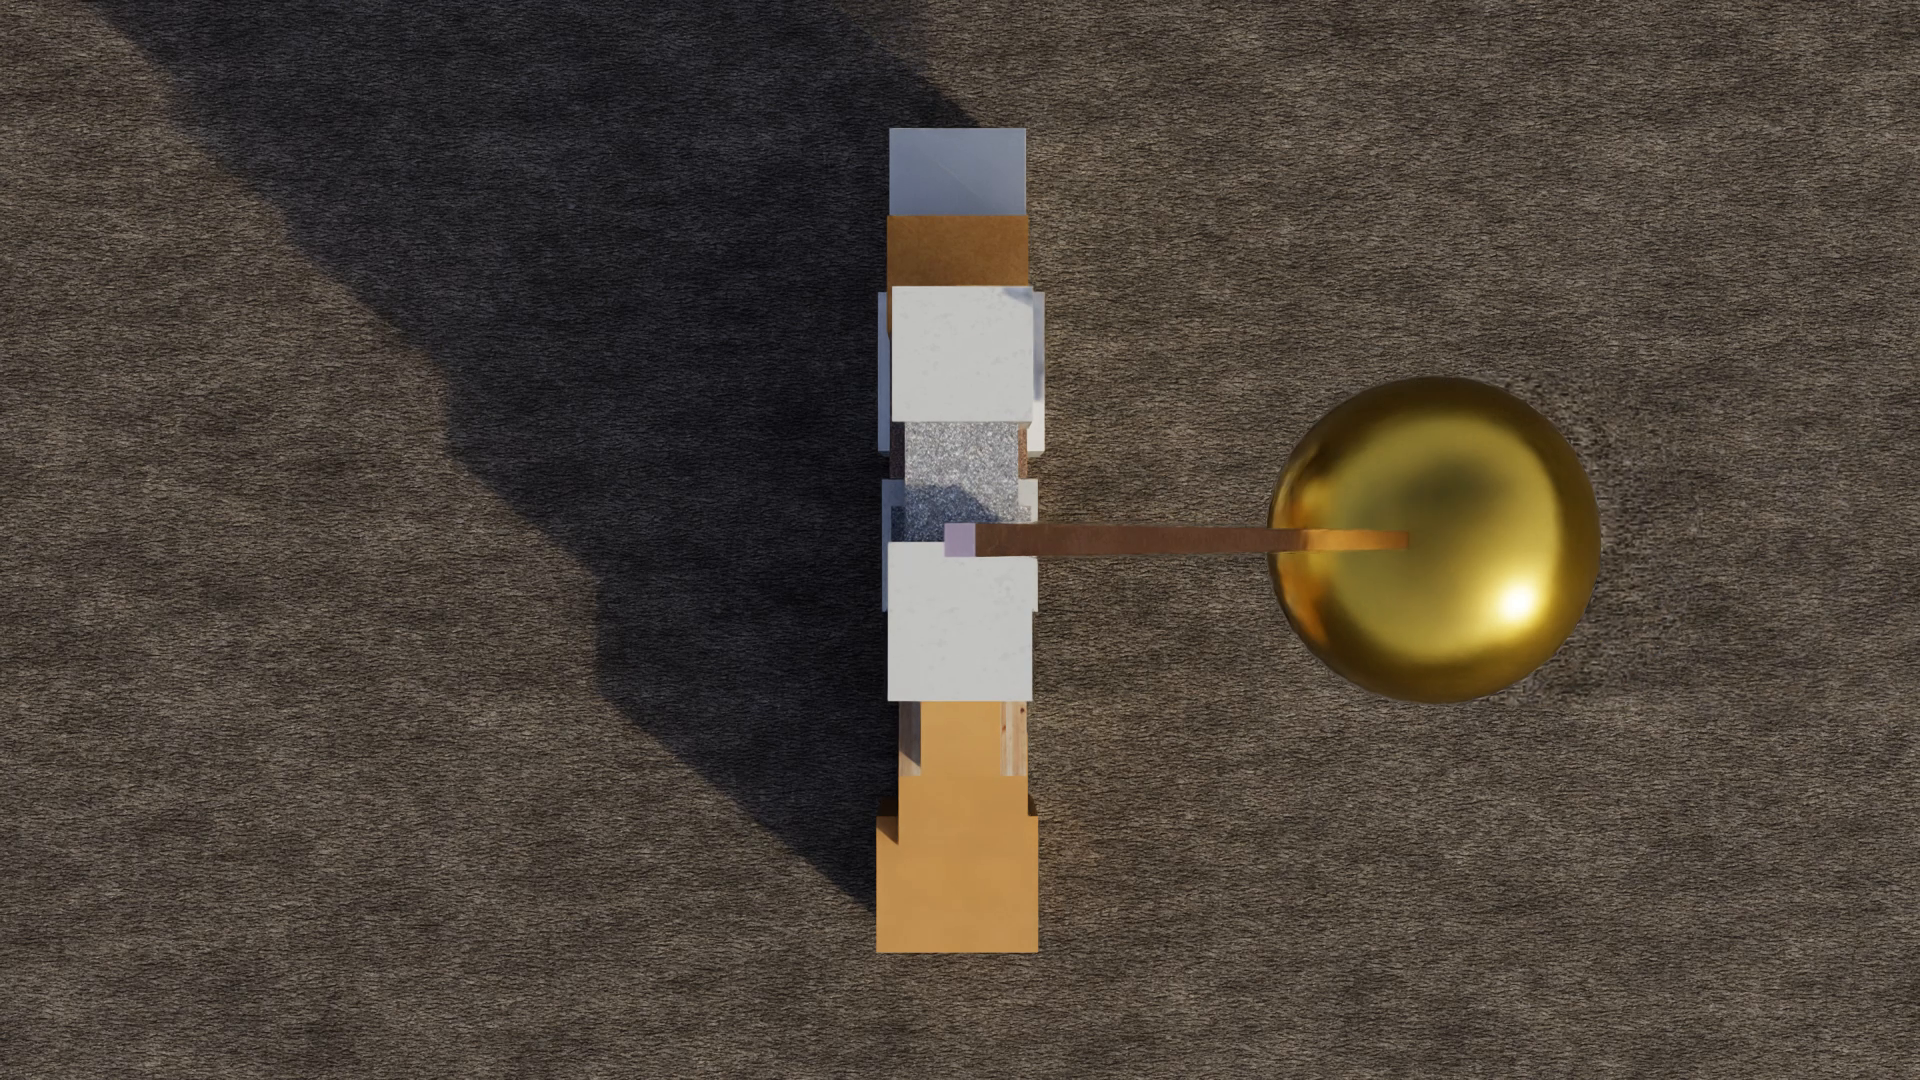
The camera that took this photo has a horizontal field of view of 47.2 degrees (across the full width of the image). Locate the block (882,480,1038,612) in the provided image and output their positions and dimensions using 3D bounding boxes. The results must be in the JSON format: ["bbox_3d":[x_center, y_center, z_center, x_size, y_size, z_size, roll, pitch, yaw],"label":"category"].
[{"bbox_3d":[-0.001,0.031,11.859,0.810,0.832,0.689,0,89,0],"label":"block"}]

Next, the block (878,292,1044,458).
[{"bbox_3d":[0.007,-0.929,12.561,0.917,0.879,0.876,0,90,0],"label":"block"}]

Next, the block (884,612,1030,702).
[{"bbox_3d":[-0.017,0.535,12.637,0.821,0.726,0.748,0,90,0],"label":"block"}]

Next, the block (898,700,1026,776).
[{"bbox_3d":[0.014,0.865,11.265,0.638,0.529,0.638,0,89,0],"label":"block"}]

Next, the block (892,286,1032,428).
[{"bbox_3d":[0.012,-0.854,10.428,0.646,0.671,0.619,0,90,0],"label":"block"}]

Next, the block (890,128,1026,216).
[{"bbox_3d":[-0.012,-1.820,12.546,0.751,0.909,0.887,0,90,0],"label":"block"}]

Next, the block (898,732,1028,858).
[{"bbox_3d":[0.017,1.350,11.797,0.676,0.563,0.653,0,87,0],"label":"block"}]

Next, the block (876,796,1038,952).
[{"bbox_3d":[-0.014,1.890,12.535,0.887,0.930,0.747,0,90,0],"label":"block"}]

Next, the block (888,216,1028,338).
[{"bbox_3d":[-0.012,-1.385,11.773,0.736,0.637,0.613,0,90,0],"label":"block"}]

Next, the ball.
[{"bbox_3d":[2.295,0.000,10.712,1.600,1.600,1.600,0,90,0],"label":"ball"}]

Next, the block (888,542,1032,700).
[{"bbox_3d":[0.000,0.372,10.294,0.653,0.698,0.719,0,89,0],"label":"block"}]

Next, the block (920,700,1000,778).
[{"bbox_3d":[0.004,0.944,10.775,0.383,0.448,0.401,0,89,0],"label":"block"}]

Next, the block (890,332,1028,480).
[{"bbox_3d":[-0.008,-0.694,11.710,0.707,0.822,0.749,0,90,0],"label":"block"}]

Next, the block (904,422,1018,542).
[{"bbox_3d":[0.007,-0.268,10.389,0.523,0.517,0.553,0,90,0],"label":"block"}]

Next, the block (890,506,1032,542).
[{"bbox_3d":[0.006,0.191,11.043,0.680,0.796,0.704,0,89,0],"label":"block"}]

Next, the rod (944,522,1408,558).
[{"bbox_3d":[0.994,0.000,7.571,0.080,5.200,0.080,0,90,22],"label":"rod"}]
